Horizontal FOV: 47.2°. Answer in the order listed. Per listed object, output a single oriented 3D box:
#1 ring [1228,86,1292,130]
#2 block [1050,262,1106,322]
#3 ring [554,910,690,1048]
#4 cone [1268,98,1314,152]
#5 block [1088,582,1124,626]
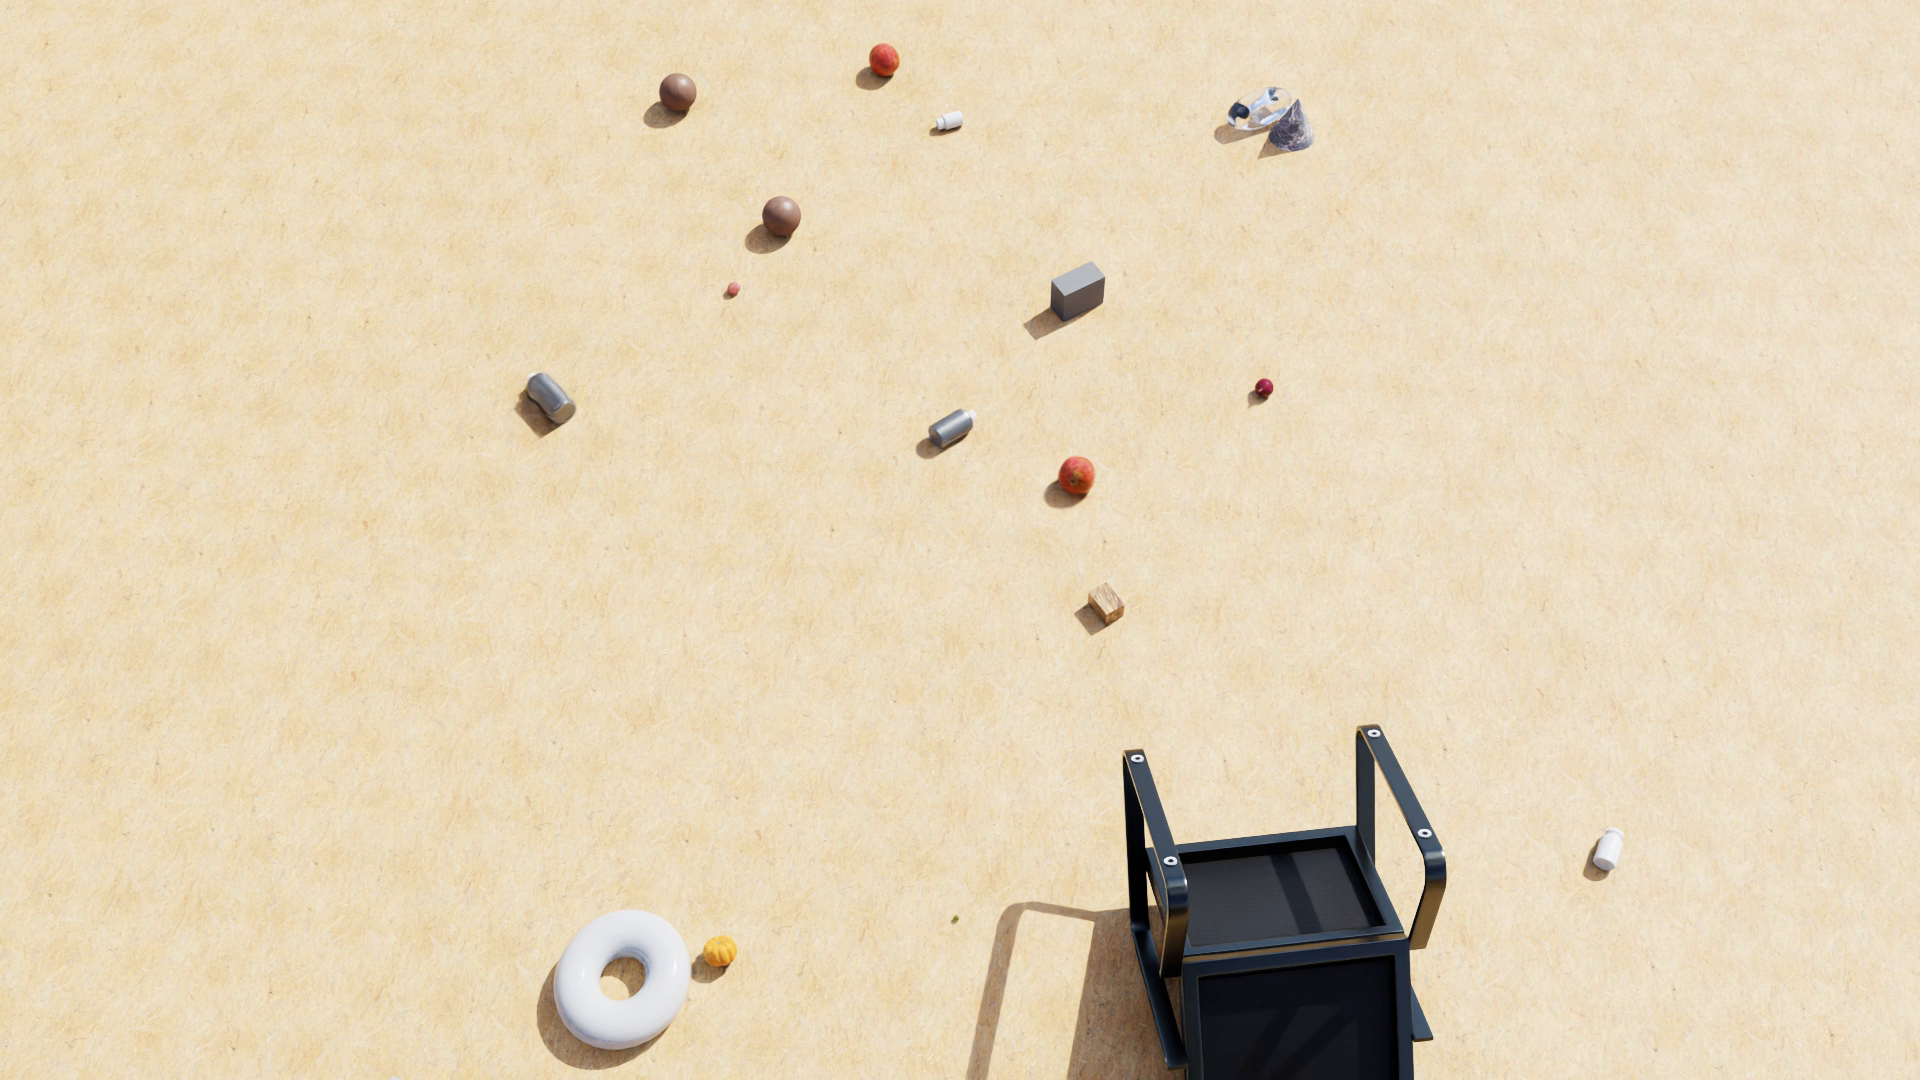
[{"bbox_3d":[1.019,-1.470,7.489,0.240,0.123,0.085,-24,45,-8],"label":"ring"},{"bbox_3d":[0.376,-0.794,7.027,0.154,0.131,0.078,-27,60,-17],"label":"block"},{"bbox_3d":[-0.882,1.145,5.742,0.353,0.106,0.387,15,57,8],"label":"ring"},{"bbox_3d":[1.131,-1.426,7.420,0.157,0.185,0.133,1,56,1],"label":"cone"},{"bbox_3d":[0.426,0.186,6.411,0.064,0.063,0.092,-28,60,-17],"label":"block"}]
